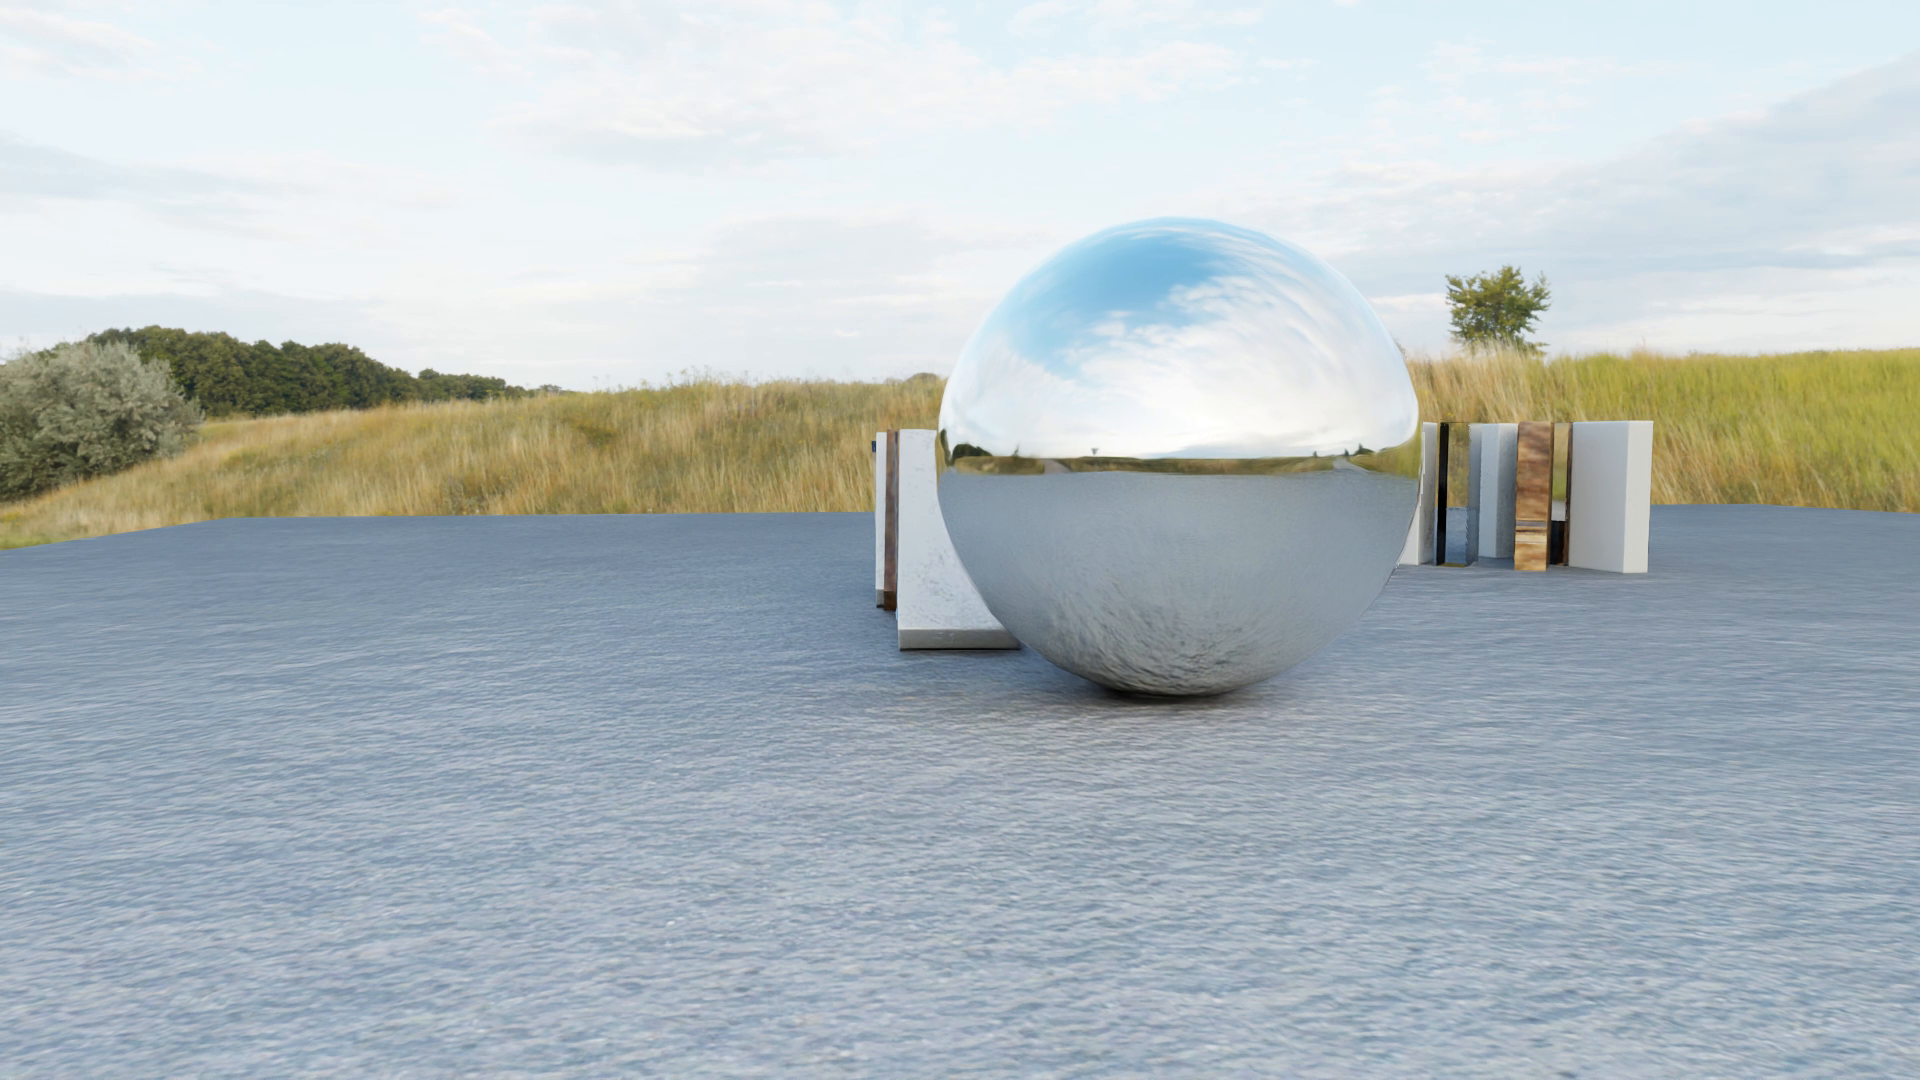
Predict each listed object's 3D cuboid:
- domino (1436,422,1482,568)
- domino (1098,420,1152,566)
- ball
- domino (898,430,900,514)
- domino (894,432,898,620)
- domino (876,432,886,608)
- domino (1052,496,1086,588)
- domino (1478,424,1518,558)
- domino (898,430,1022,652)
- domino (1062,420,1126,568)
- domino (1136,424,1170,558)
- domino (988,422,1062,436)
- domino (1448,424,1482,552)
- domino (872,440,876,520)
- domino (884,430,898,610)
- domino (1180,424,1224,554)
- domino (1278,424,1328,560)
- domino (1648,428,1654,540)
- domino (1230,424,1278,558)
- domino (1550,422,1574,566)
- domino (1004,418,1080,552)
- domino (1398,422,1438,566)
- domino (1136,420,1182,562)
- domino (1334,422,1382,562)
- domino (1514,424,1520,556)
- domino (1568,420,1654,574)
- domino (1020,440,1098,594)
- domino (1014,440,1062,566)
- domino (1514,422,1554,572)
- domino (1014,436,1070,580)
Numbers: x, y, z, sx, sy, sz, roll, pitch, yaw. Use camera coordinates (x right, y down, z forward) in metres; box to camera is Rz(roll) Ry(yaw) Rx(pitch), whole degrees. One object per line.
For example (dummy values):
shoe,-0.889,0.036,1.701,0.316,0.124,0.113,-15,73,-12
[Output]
domino,0.176,-0.016,0.453,0.009,0.050,0.025,3,5,32
domino,0.053,-0.017,0.453,0.010,0.050,0.025,7,1,-29
ball,0.036,-0.014,0.216,0.080,0.080,0.080,0,4,0
domino,-0.002,-0.003,0.297,0.025,0.050,0.010,0,-33,-3
domino,-0.004,-0.004,0.321,0.025,0.050,0.009,0,-33,-3
domino,-0.010,-0.006,0.344,0.025,0.050,0.009,0,-33,-3
domino,0.025,-0.009,0.394,0.025,0.050,0.009,1,-37,15
domino,0.210,-0.019,0.485,0.025,0.050,0.009,-1,4,-18
domino,0.000,-0.001,0.273,0.025,0.050,0.009,0,-33,-2
domino,0.042,-0.017,0.449,0.010,0.050,0.025,13,-2,-28
domino,0.066,-0.019,0.482,0.025,0.050,0.009,0,4,-1
domino,0.021,-0.014,0.428,0.025,0.050,0.010,0,-20,4
domino,0.206,-0.020,0.504,0.025,0.050,0.009,1,4,14
domino,-0.011,-0.006,0.359,0.025,0.050,0.009,-2,-38,-4
domino,-0.007,-0.006,0.333,0.025,0.050,0.009,0,-33,-2
domino,0.095,-0.020,0.503,0.009,0.050,0.025,2,5,27
domino,0.129,-0.019,0.483,0.009,0.050,0.025,3,5,32
domino,0.263,-0.020,0.505,0.009,0.050,0.025,1,4,12
domino,0.113,-0.019,0.493,0.009,0.050,0.025,3,5,31
domino,0.221,-0.016,0.453,0.025,0.050,0.010,-1,4,-16
domino,0.026,-0.017,0.444,0.025,0.050,0.009,-1,-16,24
domino,0.163,-0.017,0.461,0.009,0.050,0.025,3,5,32
domino,0.066,-0.018,0.465,0.025,0.050,0.010,2,-2,26
domino,0.146,-0.018,0.472,0.009,0.050,0.025,3,5,33
domino,0.216,-0.018,0.468,0.025,0.050,0.010,-2,5,-20
domino,0.219,-0.015,0.433,0.009,0.050,0.025,-1,4,-16
domino,0.021,-0.008,0.379,0.025,0.050,0.010,3,-37,28
domino,0.009,-0.007,0.371,0.025,0.050,0.010,3,-37,30
domino,0.197,-0.015,0.440,0.010,0.050,0.025,2,5,28
domino,0.022,-0.011,0.410,0.025,0.050,0.009,0,-34,4
